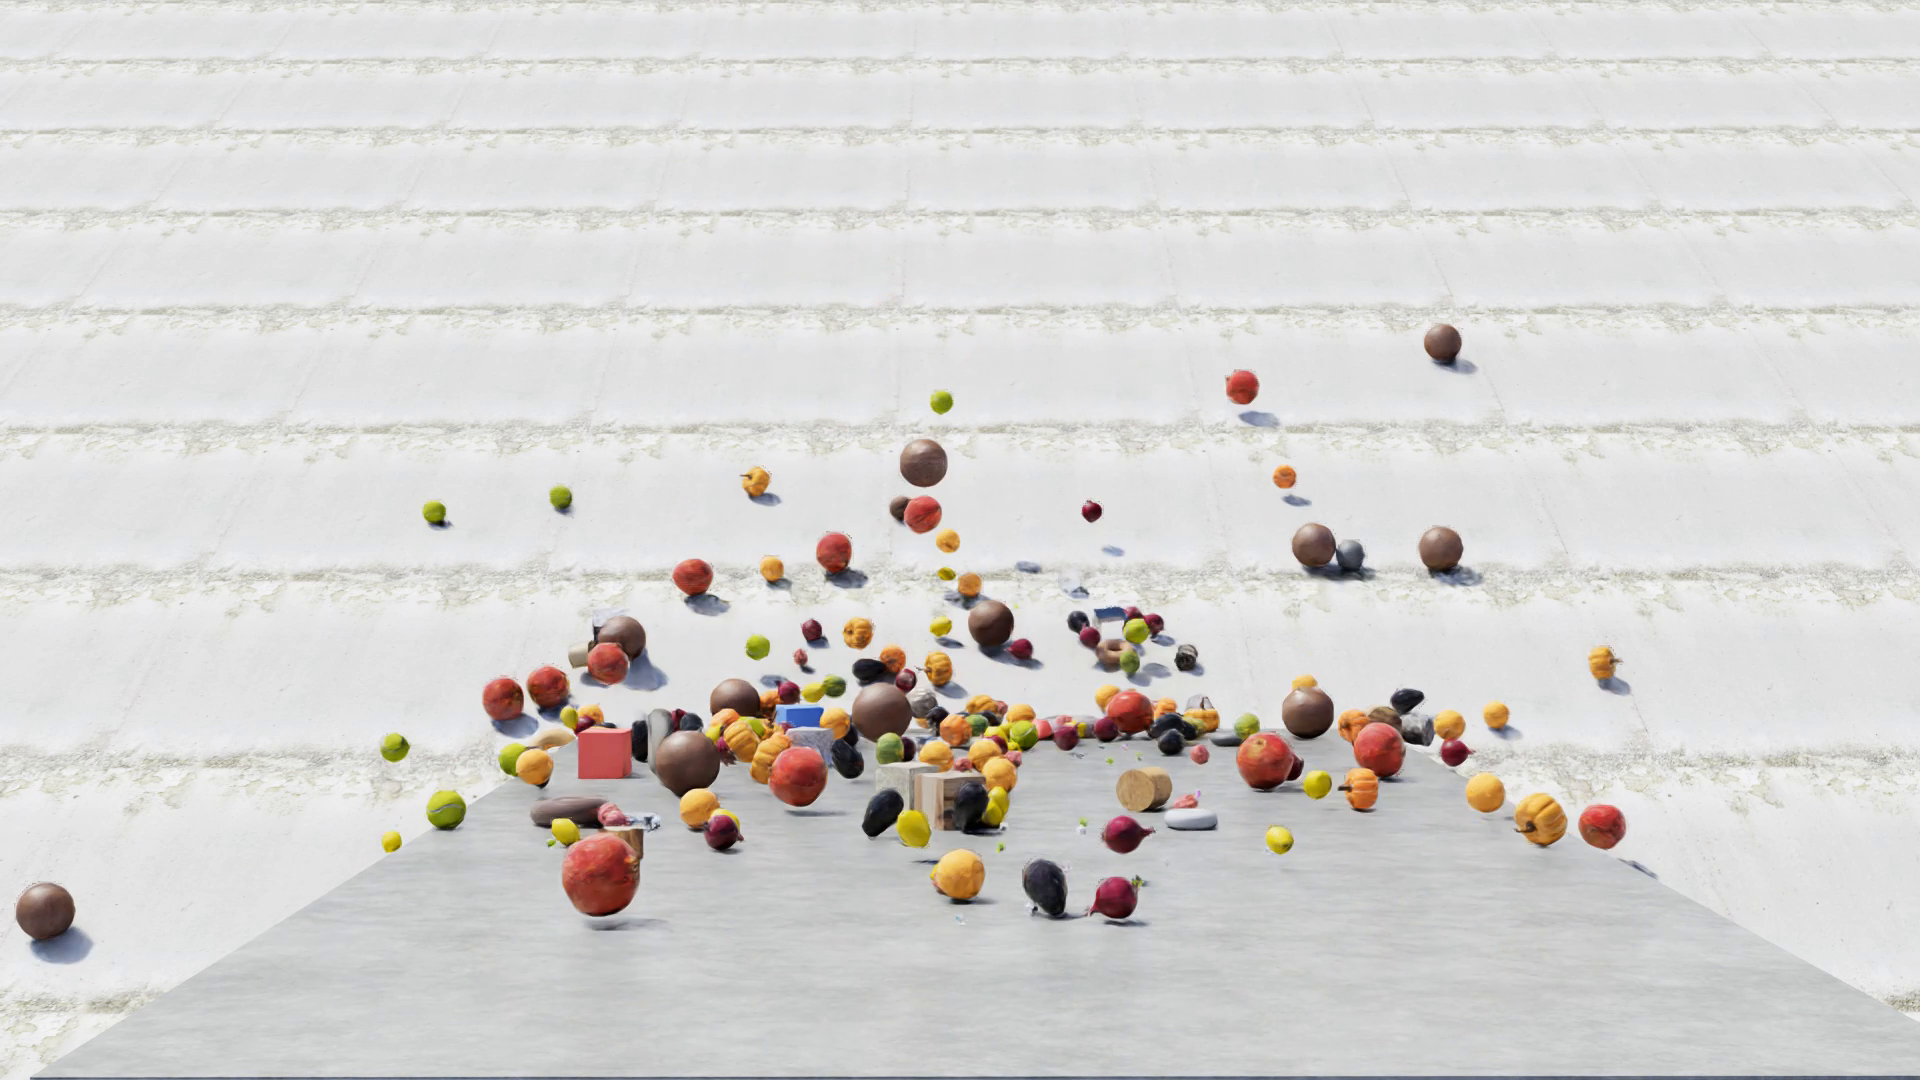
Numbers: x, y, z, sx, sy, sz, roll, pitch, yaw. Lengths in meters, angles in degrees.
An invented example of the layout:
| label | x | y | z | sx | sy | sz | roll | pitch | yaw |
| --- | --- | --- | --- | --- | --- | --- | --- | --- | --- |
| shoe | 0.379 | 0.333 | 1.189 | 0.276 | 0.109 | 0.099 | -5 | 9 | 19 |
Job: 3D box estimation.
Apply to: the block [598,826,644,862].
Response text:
| label | x | y | z | sx | sy | sz | roll | pitch | yaw |
| --- | --- | --- | --- | --- | --- | --- | --- | --- | --- |
| block | -0.549 | 0.492 | 4.178 | 0.051 | 0.051 | 0.051 | 1 | 1 | 44 |

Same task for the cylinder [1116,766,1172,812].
| label | x | y | z | sx | sy | sz | roll | pitch | yaw |
| --- | --- | --- | --- | --- | --- | --- | --- | --- | --- |
| cylinder | 0.347 | 0.467 | 4.859 | 0.079 | 0.079 | 0.079 | 17 | 9 | 29 |

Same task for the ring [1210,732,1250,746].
| label | x | y | z | sx | sy | sz | roll | pitch | yaw |
| --- | --- | --- | --- | --- | --- | --- | --- | --- | --- |
| ring | 0.643 | 0.473 | 6.145 | 0.094 | 0.031 | 0.094 | 0 | -1 | 0 |

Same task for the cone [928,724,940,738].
| label | x | y | z | sx | sy | sz | roll | pitch | yaw |
| --- | --- | --- | --- | --- | --- | --- | --- | --- | --- |
| cone | -0.061 | 0.457 | 6.134 | 0.053 | 0.053 | 0.053 | 11 | 1 | 0 |

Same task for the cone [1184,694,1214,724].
| label | x | y | z | sx | sy | sz | roll | pitch | yaw |
| --- | --- | --- | --- | --- | --- | --- | --- | --- | --- |
| cone | 0.642 | 0.444 | 6.734 | 0.083 | 0.083 | 0.083 | -12 | 1 | -22 |

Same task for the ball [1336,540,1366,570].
| label | x | y | z | sx | sy | sz | roll | pitch | yaw |
| --- | --- | --- | --- | --- | --- | --- | --- | --- | --- |
| ball | 1.139 | 0.043 | 7.537 | 0.086 | 0.086 | 0.086 | 0 | 28 | 0 |

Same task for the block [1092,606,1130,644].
| label | x | y | z | sx | sy | sz | roll | pitch | yaw |
| --- | --- | --- | --- | --- | --- | --- | --- | --- | --- |
| block | 0.419 | 0.243 | 7.160 | 0.082 | 0.082 | 0.082 | -6 | 28 | -12 |

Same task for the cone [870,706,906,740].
| label | x | y | z | sx | sy | sz | roll | pitch | yaw |
| --- | --- | --- | --- | --- | --- | --- | --- | --- | --- |
| cone | -0.182 | 0.467 | 6.289 | 0.088 | 0.088 | 0.088 | 2 | 28 | 5 |

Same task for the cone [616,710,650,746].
| label | x | y | z | sx | sy | sz | roll | pitch | yaw |
| --- | --- | --- | --- | --- | --- | --- | --- | --- | --- |
| cone | -0.757 | 0.460 | 6.059 | 0.092 | 0.092 | 0.092 | -8 | 18 | -14 |

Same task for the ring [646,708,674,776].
| label | x | y | z | sx | sy | sz | roll | pitch | yaw |
| --- | --- | --- | --- | --- | --- | --- | --- | --- | --- |
| ring | -0.613 | 0.414 | 5.288 | 0.046 | 0.139 | 0.139 | -1 | 27 | -13 |

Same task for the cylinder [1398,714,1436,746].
| label | x | y | z | sx | sy | sz | roll | pitch | yaw |
| --- | --- | --- | --- | --- | --- | --- | --- | --- | --- |
| cylinder | 1.114 | 0.465 | 6.313 | 0.070 | 0.070 | 0.070 | 9 | 27 | 36 |

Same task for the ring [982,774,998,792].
| label | x | y | z | sx | sy | sz | roll | pitch | yaw |
| --- | --- | --- | --- | --- | --- | --- | --- | --- | --- |
| ring | 0.028 | 0.487 | 5.170 | 0.094 | 0.031 | 0.094 | -1 | -3 | 0 |

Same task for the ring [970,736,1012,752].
| label | x | y | z | sx | sy | sz | roll | pitch | yaw |
| --- | --- | --- | --- | --- | --- | --- | --- | --- | --- |
| ring | 0.071 | 0.474 | 6.028 | 0.097 | 0.032 | 0.097 | 0 | 0 | 0 |

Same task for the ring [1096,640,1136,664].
| label | x | y | z | sx | sy | sz | roll | pitch | yaw |
| --- | --- | --- | --- | --- | --- | --- | --- | --- | --- |
| ring | 0.426 | 0.307 | 7.085 | 0.111 | 0.037 | 0.111 | 0 | 26 | 0 |

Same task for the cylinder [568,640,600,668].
| label | x | y | z | sx | sy | sz | roll | pitch | yaw |
| --- | --- | --- | --- | --- | --- | --- | --- | --- | --- |
| cylinder | -1.020 | 0.311 | 6.995 | 0.063 | 0.063 | 0.063 | -15 | 24 | 15 |

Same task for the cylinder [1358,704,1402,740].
| label | x | y | z | sx | sy | sz | roll | pitch | yaw |
| --- | --- | --- | --- | --- | --- | --- | --- | --- | --- |
| cylinder | 1.013 | 0.443 | 6.229 | 0.088 | 0.088 | 0.088 | 0 | 1 | -1 |

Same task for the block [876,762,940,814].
| label | x | y | z | sx | sy | sz | roll | pitch | yaw |
| --- | --- | --- | --- | --- | --- | --- | --- | --- | --- |
| block | -0.098 | 0.465 | 4.860 | 0.084 | 0.084 | 0.084 | 1 | 1 | 41 |

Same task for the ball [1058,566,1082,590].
| label | x | y | z | sx | sy | sz | roll | pitch | yaw |
| --- | --- | --- | --- | --- | --- | --- | --- | --- | --- |
| ball | 0.315 | 0.109 | 7.427 | 0.070 | 0.070 | 0.070 | 0 | 28 | 0 |

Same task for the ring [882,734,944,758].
| label | x | y | z | sx | sy | sz | roll | pitch | yaw |
| --- | --- | --- | --- | --- | --- | --- | --- | --- | --- |
| ring | -0.107 | 0.469 | 5.878 | 0.143 | 0.048 | 0.143 | -1 | 0 | 0 |

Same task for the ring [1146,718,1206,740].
| label | x | y | z | sx | sy | sz | roll | pitch | yaw |
| --- | --- | --- | --- | --- | --- | --- | --- | --- | --- |
| ring | 0.530 | 0.461 | 6.316 | 0.148 | 0.049 | 0.148 | -1 | 0 | 0 |

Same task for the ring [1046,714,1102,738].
| label | x | y | z | sx | sy | sz | roll | pitch | yaw |
| --- | --- | --- | --- | --- | --- | --- | --- | --- | --- |
| ring | 0.275 | 0.461 | 6.373 | 0.150 | 0.050 | 0.150 | -1 | 2 | 0 |

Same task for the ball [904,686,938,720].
| label | x | y | z | sx | sy | sz | roll | pitch | yaw |
| --- | --- | --- | --- | --- | --- | --- | --- | --- | --- |
| ball | -0.101 | 0.418 | 6.620 | 0.085 | 0.085 | 0.085 | 0 | 28 | 0 |

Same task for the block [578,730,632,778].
| label | x | y | z | sx | sy | sz | roll | pitch | yaw |
| --- | --- | --- | --- | --- | --- | --- | --- | --- | --- |
| block | -0.751 | 0.452 | 5.467 | 0.094 | 0.094 | 0.094 | 0 | 1 | 4 |

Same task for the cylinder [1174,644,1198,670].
| label | x | y | z | sx | sy | sz | roll | pitch | yaw |
| --- | --- | --- | --- | --- | --- | --- | --- | --- | --- |
| cylinder | 0.616 | 0.319 | 7.044 | 0.054 | 0.054 | 0.054 | 7 | 28 | 12 |

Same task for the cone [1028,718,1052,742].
| label | x | y | z | sx | sy | sz | roll | pitch | yaw |
| --- | --- | --- | --- | --- | --- | --- | --- | --- | --- |
| cone | 0.189 | 0.473 | 6.267 | 0.058 | 0.058 | 0.058 | 5 | 28 | 10 |

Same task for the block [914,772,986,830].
| label | x | y | z | sx | sy | sz | roll | pitch | yaw |
| --- | --- | --- | --- | --- | --- | --- | --- | --- | --- |
| block | -0.017 | 0.465 | 4.608 | 0.091 | 0.091 | 0.091 | -1 | 1 | -34 |

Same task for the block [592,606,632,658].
| label | x | y | z | sx | sy | sz | roll | pitch | yaw |
| --- | --- | --- | --- | --- | --- | --- | --- | --- | --- |
| block | -0.961 | 0.254 | 7.122 | 0.098 | 0.098 | 0.098 | -5 | 28 | -10 |

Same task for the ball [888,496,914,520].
| label | x | y | z | sx | sy | sz | roll | pitch | yaw |
| --- | --- | --- | --- | --- | --- | --- | --- | --- | --- |
| ball | -0.178 | -0.098 | 7.820 | 0.075 | 0.075 | 0.075 | 0 | 28 | 0 |

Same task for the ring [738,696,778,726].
| label | x | y | z | sx | sy | sz | roll | pitch | yaw |
| --- | --- | --- | --- | --- | --- | --- | --- | --- | --- |
| ring | -0.529 | 0.448 | 6.804 | 0.111 | 0.037 | 0.111 | 7 | 32 | -5 |

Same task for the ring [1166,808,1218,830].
| label | x | y | z | sx | sy | sz | roll | pitch | yaw |
| --- | --- | --- | --- | --- | --- | --- | --- | --- | --- |
| ring | 0.411 | 0.495 | 4.583 | 0.094 | 0.031 | 0.094 | 1 | 0 | 0 |

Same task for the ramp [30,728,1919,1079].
| label | x | y | z | sx | sy | sz | roll | pitch | yaw |
| --- | --- | --- | --- | --- | --- | --- | --- | --- | --- |
| ramp | 0.062 | 0.561 | 4.599 | 2.000 | 0.100 | 4.000 | 0 | 1 | 0 |

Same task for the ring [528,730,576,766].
| label | x | y | z | sx | sy | sz | roll | pitch | yaw |
| --- | --- | --- | --- | --- | --- | --- | --- | --- | --- |
| ring | -1.025 | 0.542 | 6.523 | 0.134 | 0.045 | 0.134 | -2 | 68 | 6 |

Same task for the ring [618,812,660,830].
| label | x | y | z | sx | sy | sz | roll | pitch | yaw |
| --- | --- | --- | --- | --- | --- | --- | --- | --- | --- |
| ring | -0.567 | 0.499 | 4.568 | 0.076 | 0.025 | 0.076 | -3 | 1 | 0 |

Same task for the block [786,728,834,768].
| label | x | y | z | sx | sy | sz | roll | pitch | yaw |
| --- | --- | --- | --- | --- | --- | --- | --- | --- | --- |
| block | -0.330 | 0.455 | 5.679 | 0.080 | 0.080 | 0.080 | 0 | 1 | 20 |

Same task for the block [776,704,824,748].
| label | x | y | z | sx | sy | sz | roll | pitch | yaw |
| --- | --- | --- | --- | --- | --- | --- | --- | --- | --- |
| block | -0.381 | 0.442 | 6.148 | 0.092 | 0.092 | 0.092 | 0 | 1 | -20 |

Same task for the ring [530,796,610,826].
| label | x | y | z | sx | sy | sz | roll | pitch | yaw |
| --- | --- | --- | --- | --- | --- | --- | --- | --- | --- |
| ring | -0.700 | 0.486 | 4.640 | 0.143 | 0.048 | 0.143 | -3 | -2 | 0 |
